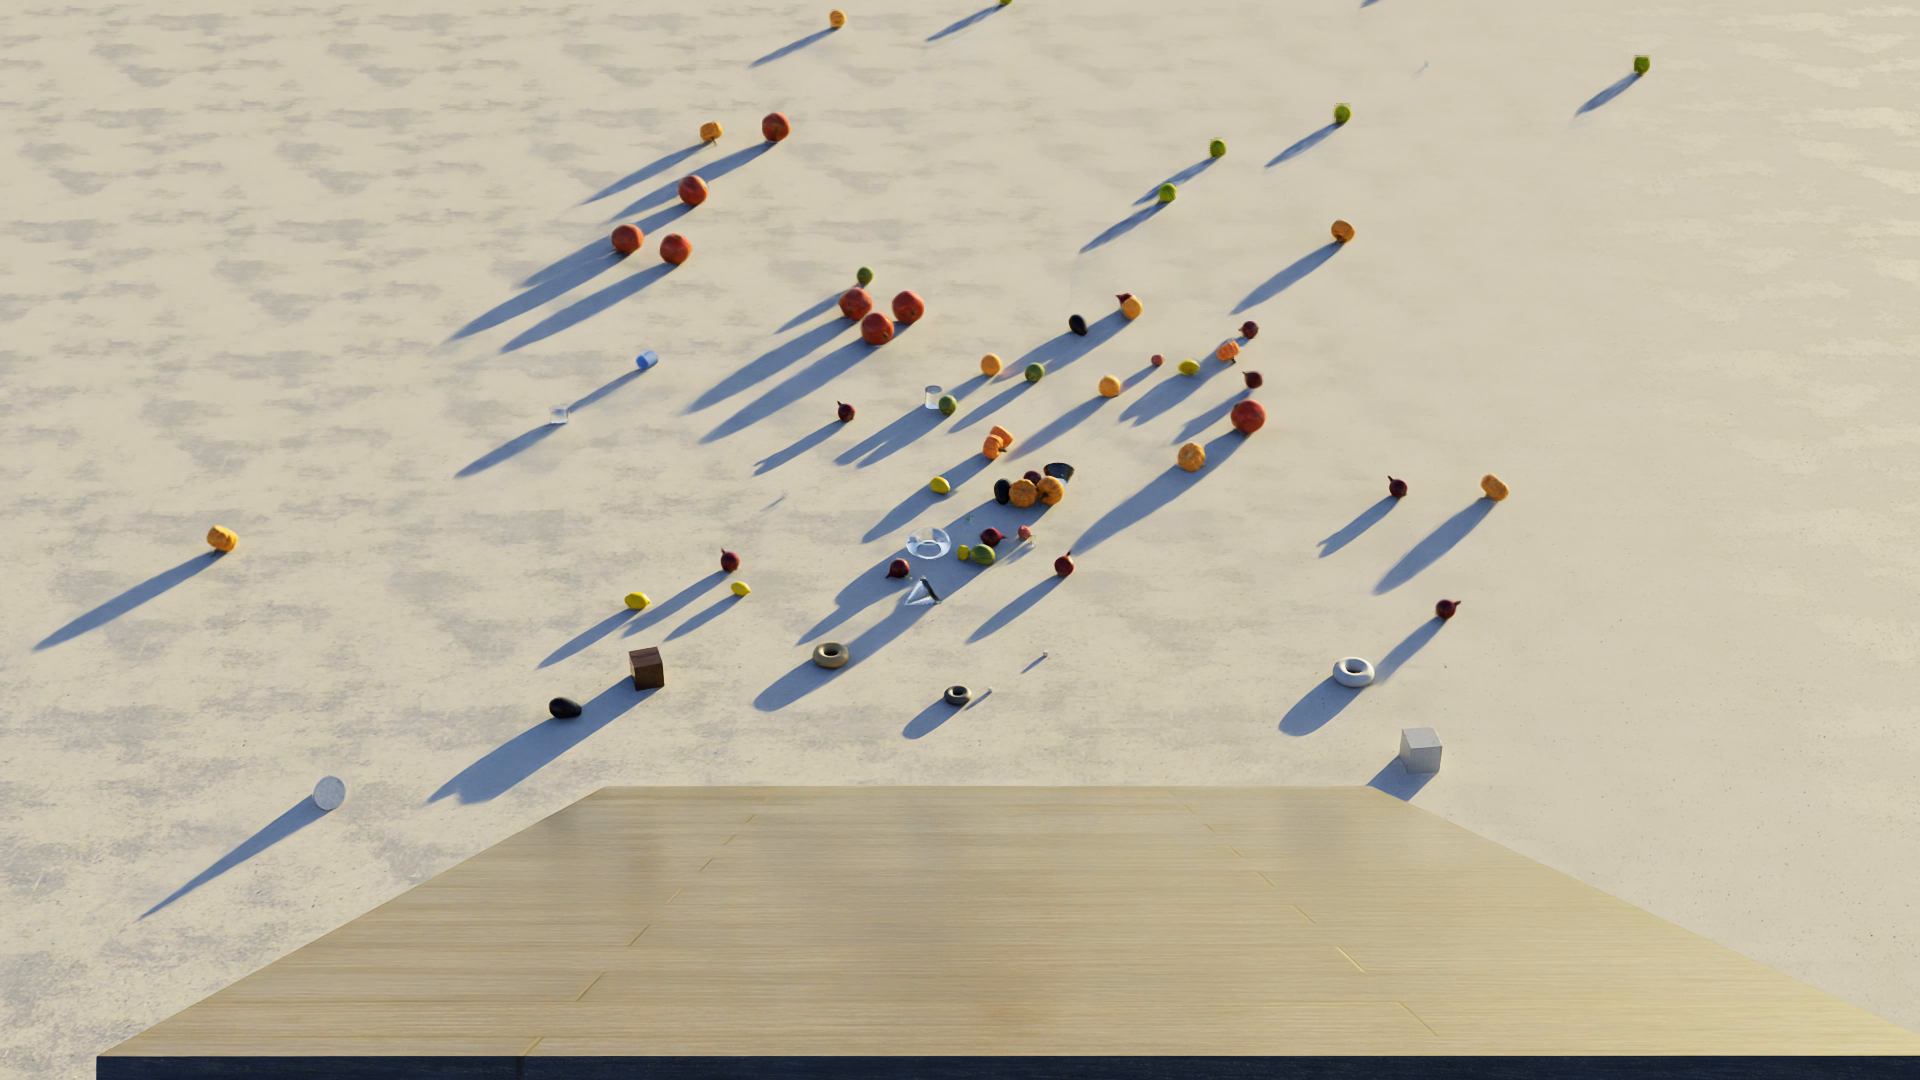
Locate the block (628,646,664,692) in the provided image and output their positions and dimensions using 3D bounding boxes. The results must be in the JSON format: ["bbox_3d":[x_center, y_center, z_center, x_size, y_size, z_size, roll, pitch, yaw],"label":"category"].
[{"bbox_3d":[-0.879,0.361,7.276,0.081,0.081,0.081,-10,35,-14],"label":"block"}]

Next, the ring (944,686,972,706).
[{"bbox_3d":[-0.006,0.432,7.220,0.078,0.026,0.078,-1,33,1],"label":"ring"}]

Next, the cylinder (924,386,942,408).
[{"bbox_3d":[-0.087,-0.471,8.551,0.057,0.057,0.057,0,34,0],"label":"cylinder"}]

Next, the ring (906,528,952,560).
[{"bbox_3d":[-0.094,0.009,7.839,0.137,0.046,0.137,0,35,0],"label":"ring"}]

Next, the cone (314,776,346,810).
[{"bbox_3d":[-1.684,0.665,6.856,0.090,0.090,0.090,-27,16,-34],"label":"cone"}]

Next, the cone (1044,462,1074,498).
[{"bbox_3d":[0.307,-0.174,8.114,0.100,0.100,0.100,2,60,3],"label":"cone"}]

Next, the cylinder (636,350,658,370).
[{"bbox_3d":[-1.054,-0.606,8.759,0.052,0.052,0.052,22,39,29],"label":"cylinder"}]

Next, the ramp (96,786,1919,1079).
[{"bbox_3d":[0.074,0.647,4.777,2.000,0.100,4.000,0,-1,0],"label":"ramp"}]

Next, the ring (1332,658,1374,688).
[{"bbox_3d":[1.107,0.372,7.299,0.116,0.039,0.116,0,35,0],"label":"ring"}]

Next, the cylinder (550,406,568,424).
[{"bbox_3d":[-1.308,-0.408,8.458,0.054,0.054,0.054,-8,34,-15],"label":"cylinder"}]

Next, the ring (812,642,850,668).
[{"bbox_3d":[-0.367,0.326,7.371,0.105,0.035,0.105,0,35,0],"label":"ring"}]

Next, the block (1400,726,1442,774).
[{"bbox_3d":[1.237,0.564,6.965,0.087,0.087,0.087,-4,34,-6],"label":"block"}]
